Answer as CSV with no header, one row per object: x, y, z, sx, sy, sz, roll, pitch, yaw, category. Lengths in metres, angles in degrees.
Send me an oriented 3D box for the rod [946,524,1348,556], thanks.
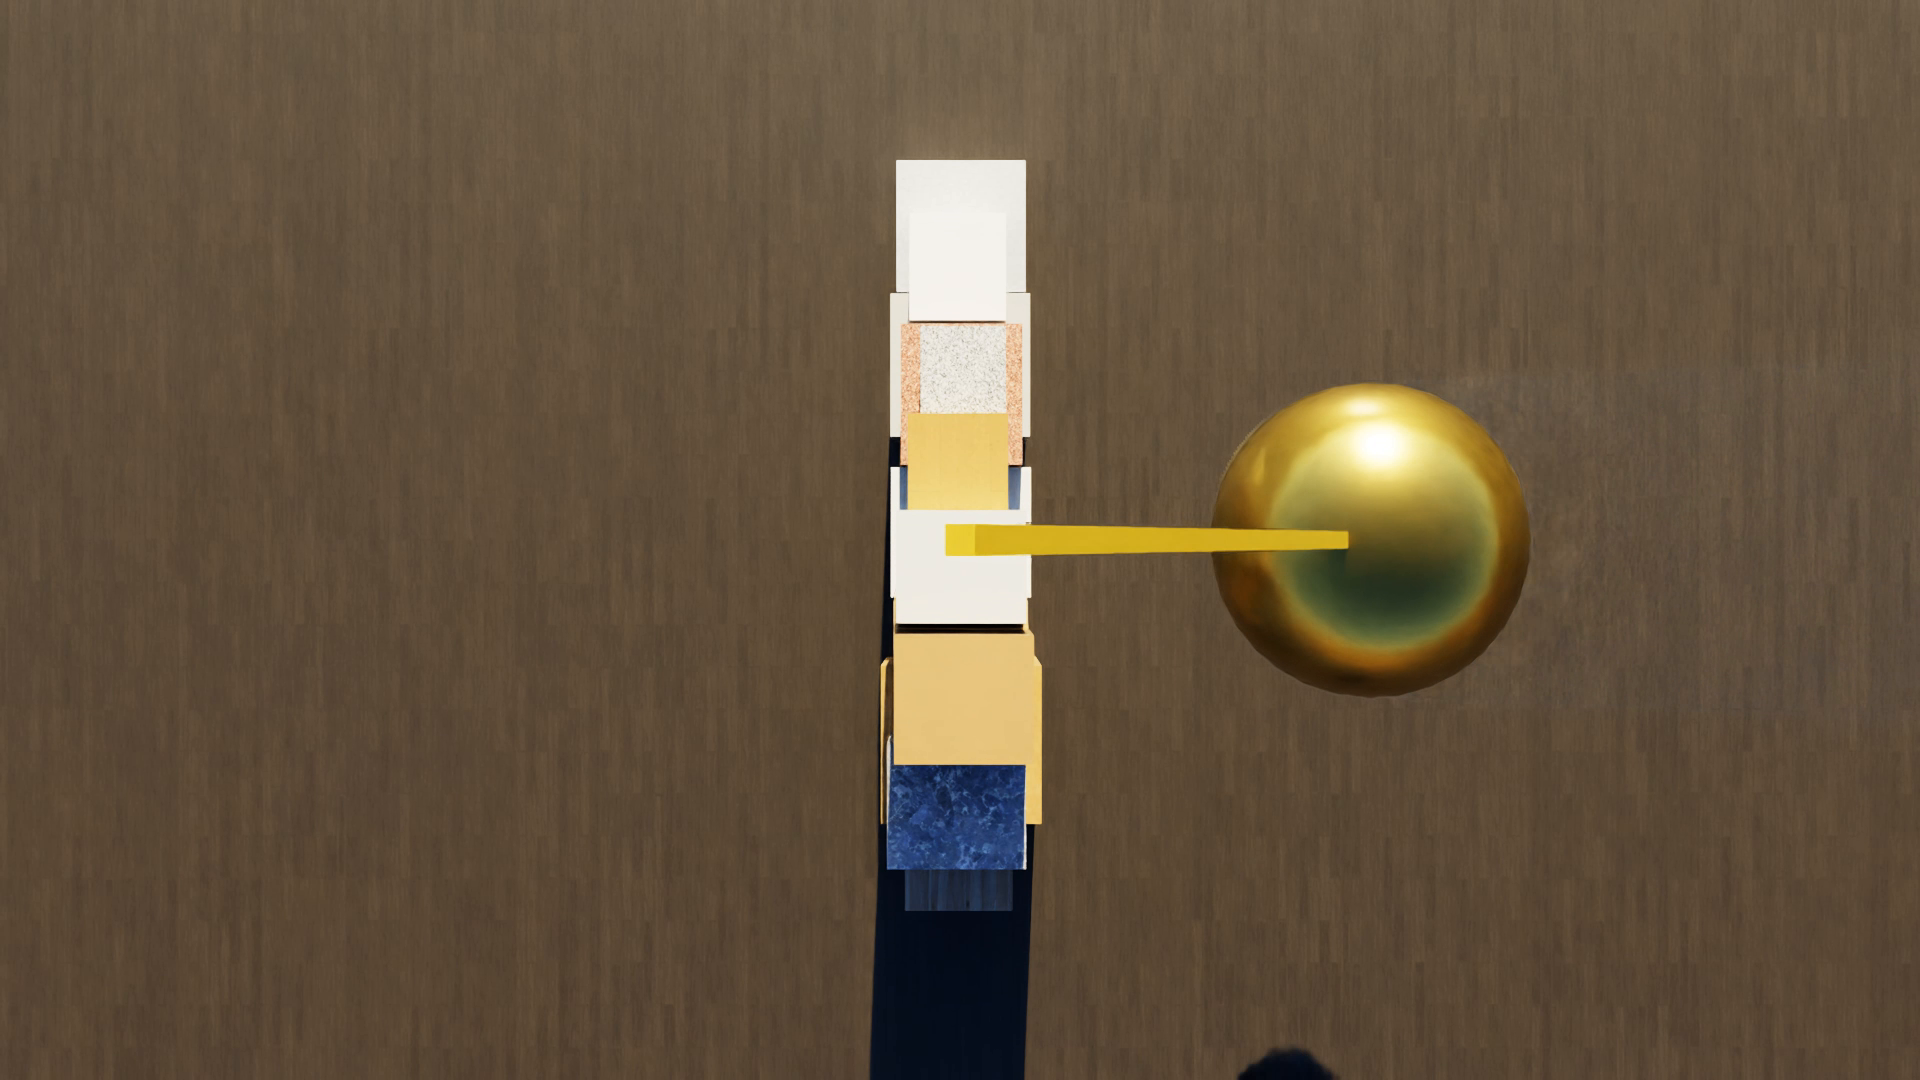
0.899,0.000,7.970,0.080,5.200,0.080,0,90,20,rod

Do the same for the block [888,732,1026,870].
-0.017,1.380,11.731,0.721,0.658,0.656,0,90,0,block

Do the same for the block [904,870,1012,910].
-0.007,1.836,12.740,0.612,0.520,0.538,0,90,0,block

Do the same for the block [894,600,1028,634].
0.004,0.677,11.644,0.687,0.831,0.730,0,90,0,block

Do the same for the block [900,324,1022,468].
0.008,-0.759,11.811,0.632,0.733,0.734,0,90,0,block

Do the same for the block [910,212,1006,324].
-0.012,-1.436,11.913,0.512,0.535,0.572,0,87,0,block

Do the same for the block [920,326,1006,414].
0.017,-0.855,11.260,0.431,0.369,0.446,0,90,0,block

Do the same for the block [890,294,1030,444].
0.001,-0.969,12.589,0.773,0.823,0.794,0,90,0,block

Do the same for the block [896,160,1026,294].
0.006,-1.740,12.597,0.716,0.807,0.729,0,90,0,block

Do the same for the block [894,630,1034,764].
0.019,0.767,10.890,0.672,0.677,0.620,0,90,0,block

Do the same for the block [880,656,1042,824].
0.007,1.123,12.530,0.881,0.940,0.867,0,90,0,block

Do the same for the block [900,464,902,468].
-0.011,-0.218,12.631,0.654,0.739,0.689,0,90,0,block

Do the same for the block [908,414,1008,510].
-0.010,-0.379,11.209,0.500,0.471,0.505,0,90,0,block

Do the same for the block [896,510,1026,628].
0.007,0.151,10.982,0.634,0.518,0.554,0,85,0,block

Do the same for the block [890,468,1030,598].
0.004,-0.040,11.898,0.735,0.727,0.684,0,90,0,block

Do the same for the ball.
2.074,0.000,11.161,1.600,1.600,1.600,0,90,0,ball
